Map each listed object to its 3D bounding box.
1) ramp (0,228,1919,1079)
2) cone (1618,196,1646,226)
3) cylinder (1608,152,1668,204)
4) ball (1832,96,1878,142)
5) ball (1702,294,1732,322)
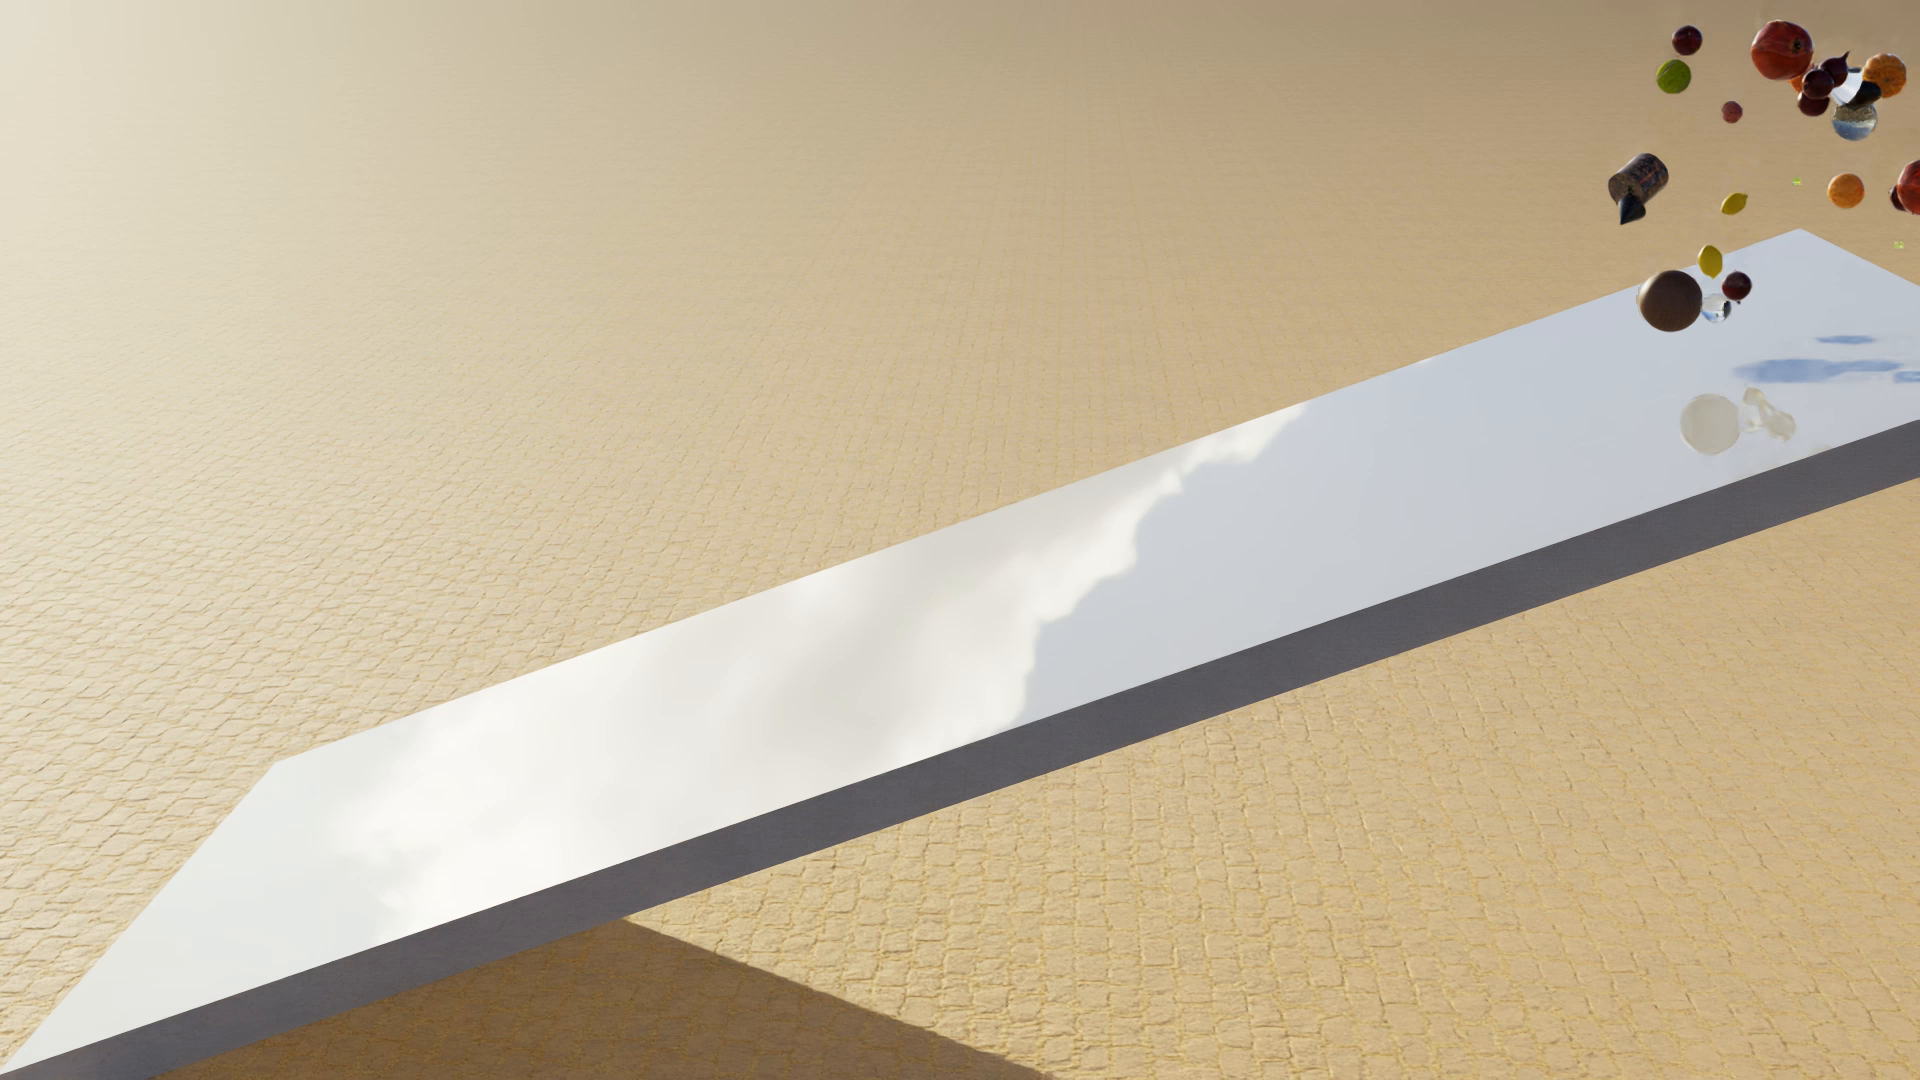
[{"bbox_3d":[0.115,0.177,6.298,4.000,0.100,2.000,-19,11,6],"label":"ramp"},{"bbox_3d":[1.393,-0.675,6.150,0.061,0.061,0.061,10,45,36],"label":"cone"},{"bbox_3d":[1.425,-0.753,6.179,0.090,0.090,0.090,-39,33,-30],"label":"cylinder"},{"bbox_3d":[1.805,-0.849,5.932,0.090,0.090,0.090,0,13,0],"label":"ball"},{"bbox_3d":[1.535,-0.471,5.967,0.060,0.060,0.060,0,13,0],"label":"ball"}]
